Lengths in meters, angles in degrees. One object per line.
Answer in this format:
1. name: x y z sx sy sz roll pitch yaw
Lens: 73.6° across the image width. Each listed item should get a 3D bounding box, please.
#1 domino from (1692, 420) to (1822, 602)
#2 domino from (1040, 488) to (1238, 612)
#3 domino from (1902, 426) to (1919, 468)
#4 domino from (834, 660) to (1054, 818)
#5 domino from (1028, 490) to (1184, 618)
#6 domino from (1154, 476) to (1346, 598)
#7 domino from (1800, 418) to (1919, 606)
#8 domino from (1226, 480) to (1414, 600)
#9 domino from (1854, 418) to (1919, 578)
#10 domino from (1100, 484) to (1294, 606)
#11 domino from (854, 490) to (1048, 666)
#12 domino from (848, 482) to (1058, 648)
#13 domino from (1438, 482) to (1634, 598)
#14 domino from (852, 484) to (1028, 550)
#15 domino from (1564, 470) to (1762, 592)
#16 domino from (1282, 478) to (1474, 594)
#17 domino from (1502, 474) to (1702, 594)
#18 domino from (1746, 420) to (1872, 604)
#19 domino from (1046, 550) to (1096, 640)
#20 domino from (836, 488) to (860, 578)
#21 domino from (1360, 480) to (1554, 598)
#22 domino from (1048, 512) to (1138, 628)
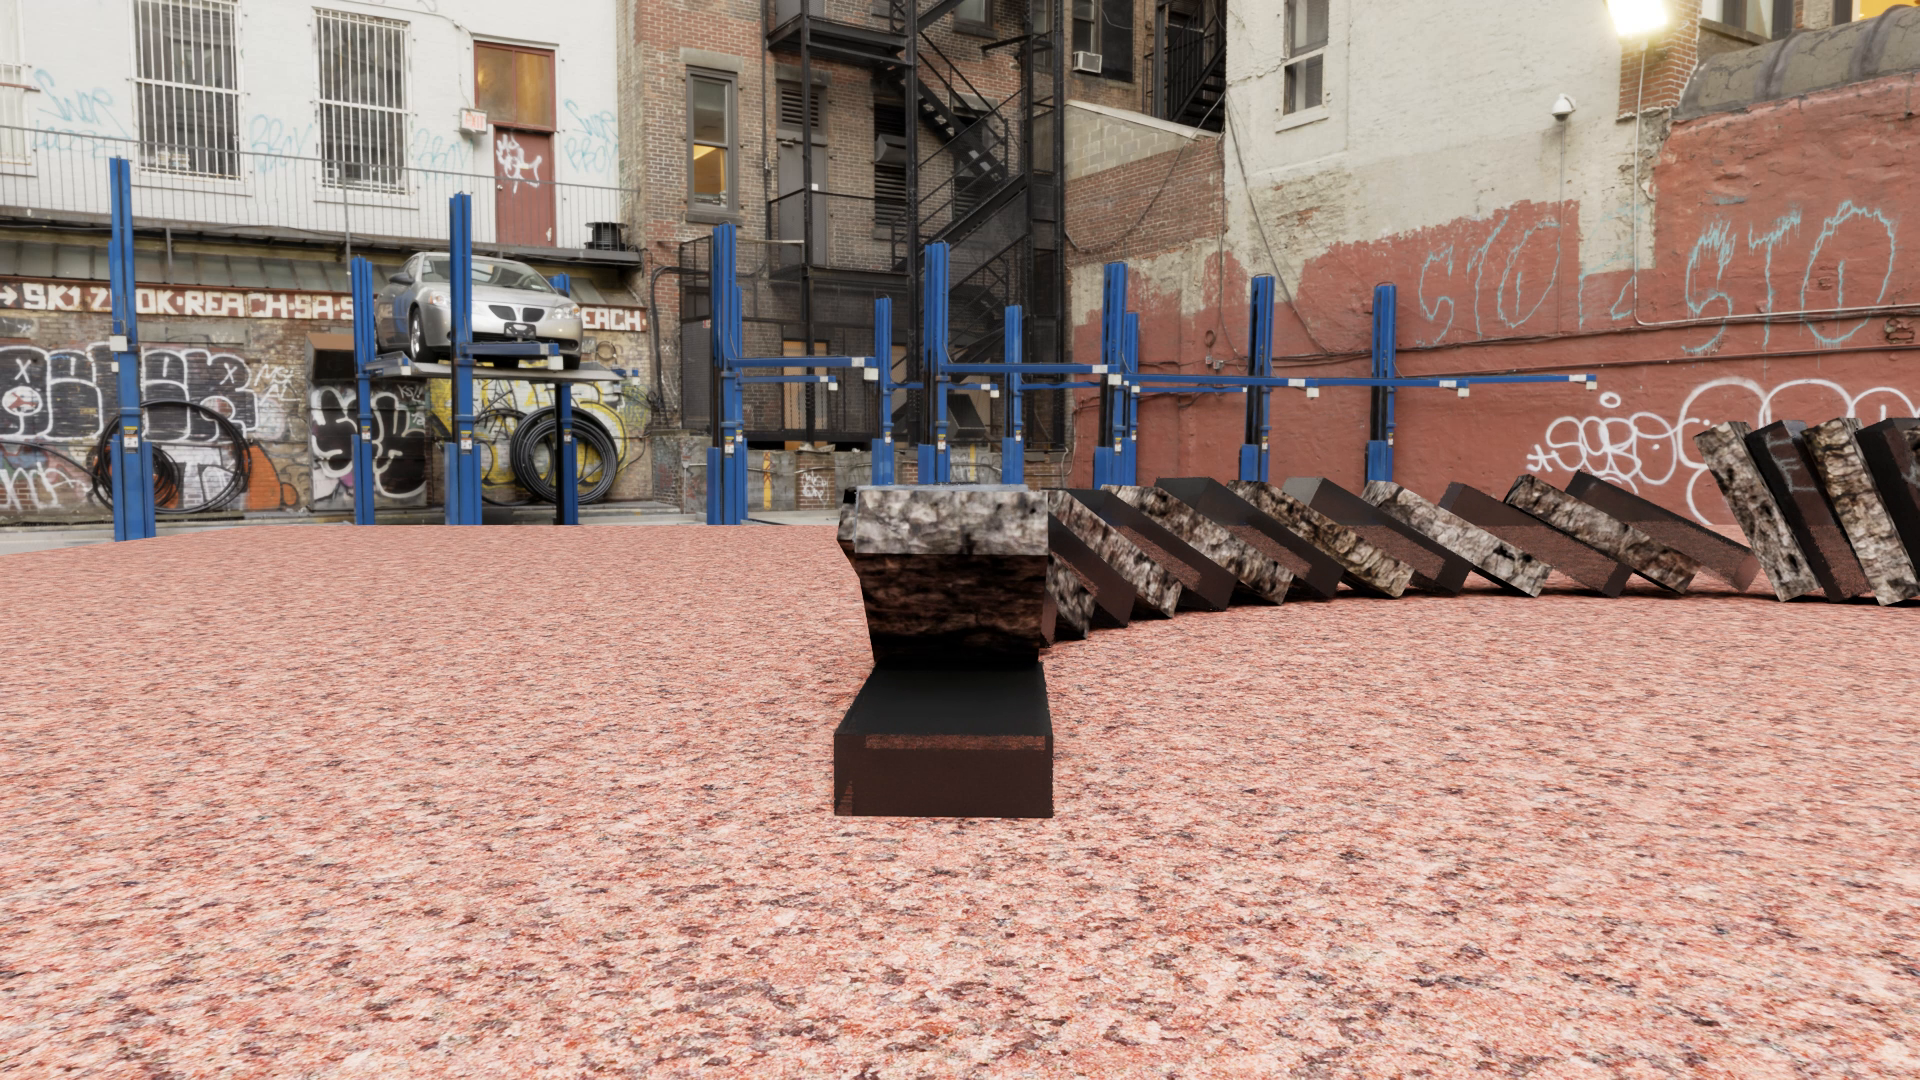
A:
1. domino: 0.224 -0.009 0.357 0.025 0.050 0.009 -5 -21 -47
2. domino: 0.044 0.002 0.324 0.050 0.010 0.025 30 -14 -33
3. domino: 0.266 -0.007 0.333 0.025 0.050 0.009 -3 -19 -31
4. domino: -0.001 0.025 0.171 0.025 0.009 0.050 0 4 2
5. domino: 0.029 0.003 0.307 0.025 0.009 0.050 4 -22 46
6. domino: 0.077 -0.001 0.347 0.050 0.009 0.025 30 -10 -22
7. domino: 0.246 -0.008 0.347 0.025 0.050 0.009 -4 -18 -44
8. domino: 0.098 0.000 0.358 0.050 0.009 0.025 29 -2 -12
9. domino: 0.259 -0.008 0.341 0.025 0.050 0.010 -3 -19 -31
10. domino: 0.061 0.001 0.338 0.050 0.010 0.025 29 -10 -26
11. domino: -0.001 0.010 0.190 0.025 0.009 0.050 1 -29 1
12. domino: -0.001 0.006 0.246 0.025 0.010 0.050 -2 -29 22
13. domino: 0.164 -0.001 0.368 0.050 0.009 0.025 28 10 9
14. domino: -0.001 0.008 0.207 0.025 0.010 0.050 0 -29 3
15. domino: 0.203 -0.003 0.371 0.050 0.009 0.025 36 13 38
16. domino: 0.116 -0.002 0.363 0.050 0.010 0.025 28 -2 -8
17. domino: 0.182 -0.002 0.366 0.050 0.009 0.025 31 10 14
18. domino: 0.236 -0.008 0.353 0.025 0.050 0.009 -4 -20 -44
19. domino: 0.007 0.006 0.269 0.025 0.010 0.050 3 -25 33
20. domino: -0.002 0.008 0.228 0.025 0.010 0.050 0 -29 13
21. domino: 0.140 -0.001 0.367 0.050 0.009 0.025 28 5 1
22. domino: 0.017 0.005 0.289 0.025 0.009 0.050 3 -23 39
